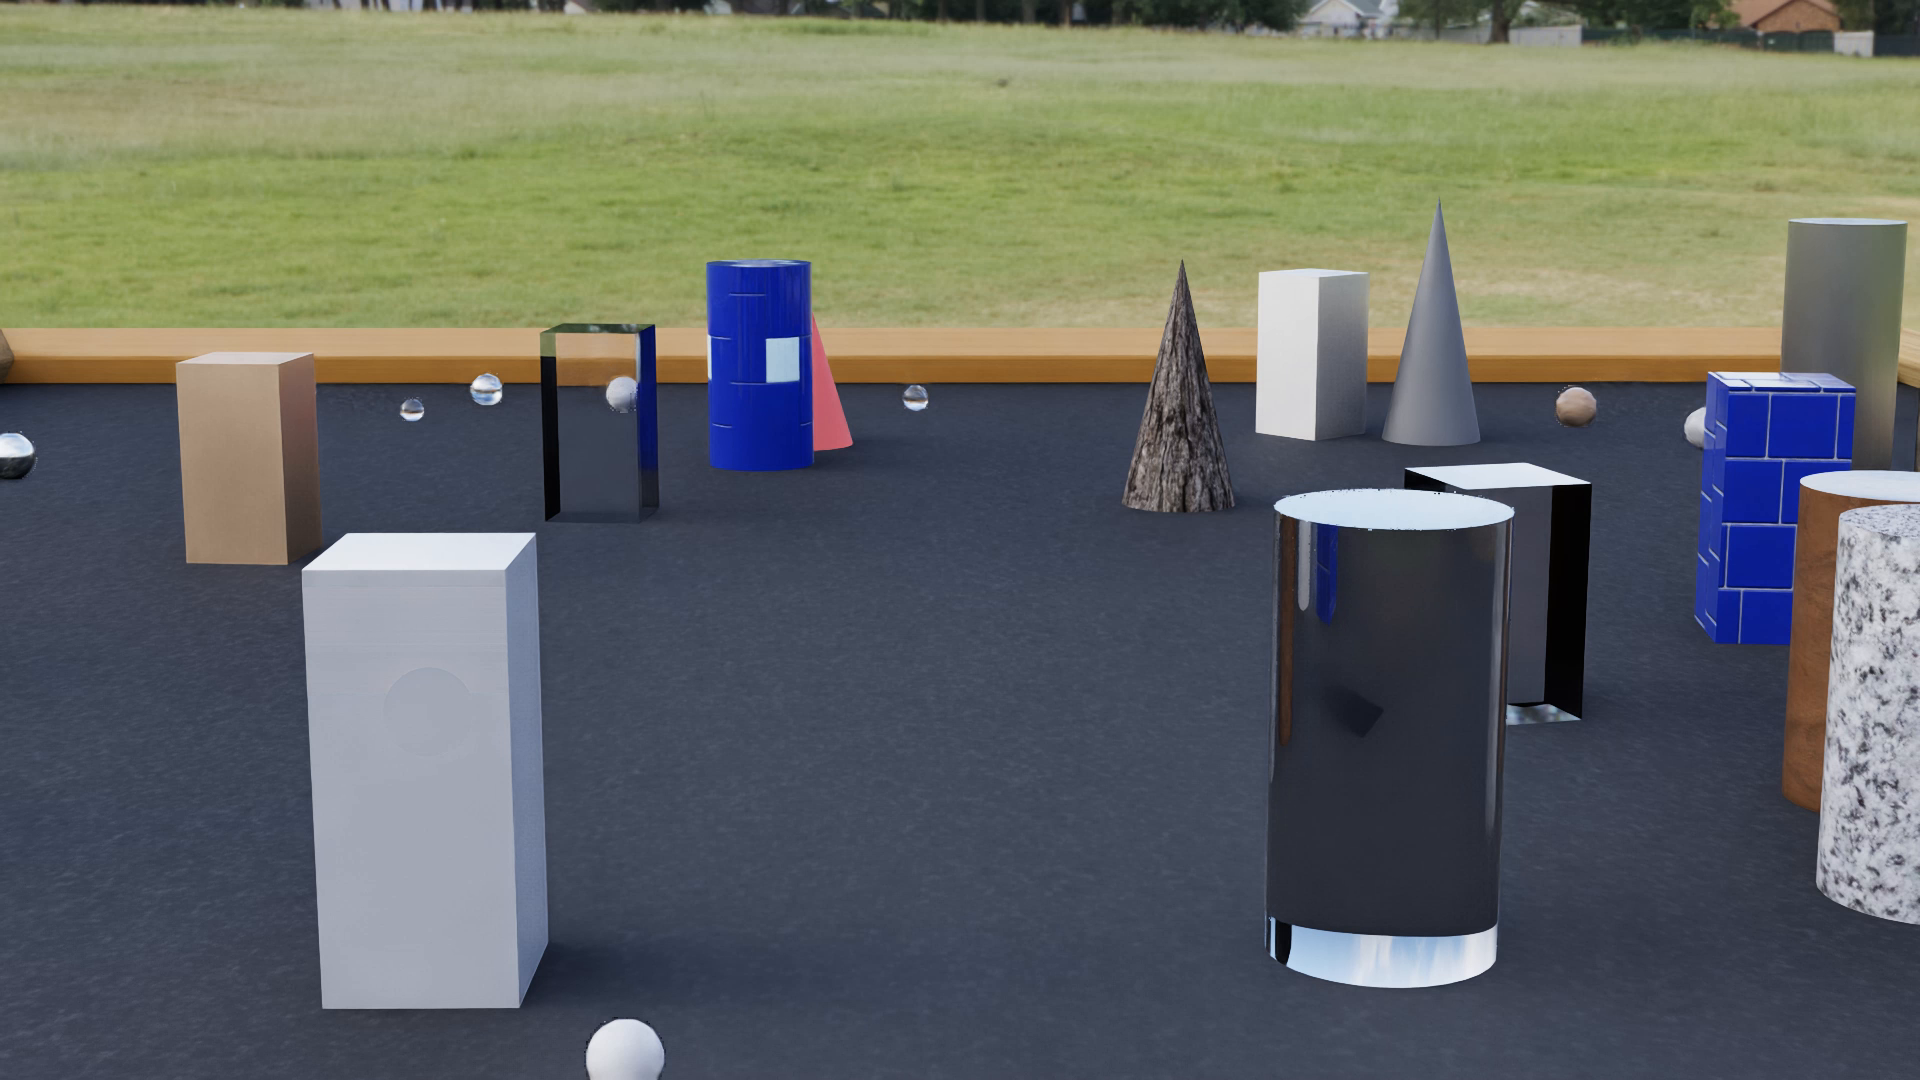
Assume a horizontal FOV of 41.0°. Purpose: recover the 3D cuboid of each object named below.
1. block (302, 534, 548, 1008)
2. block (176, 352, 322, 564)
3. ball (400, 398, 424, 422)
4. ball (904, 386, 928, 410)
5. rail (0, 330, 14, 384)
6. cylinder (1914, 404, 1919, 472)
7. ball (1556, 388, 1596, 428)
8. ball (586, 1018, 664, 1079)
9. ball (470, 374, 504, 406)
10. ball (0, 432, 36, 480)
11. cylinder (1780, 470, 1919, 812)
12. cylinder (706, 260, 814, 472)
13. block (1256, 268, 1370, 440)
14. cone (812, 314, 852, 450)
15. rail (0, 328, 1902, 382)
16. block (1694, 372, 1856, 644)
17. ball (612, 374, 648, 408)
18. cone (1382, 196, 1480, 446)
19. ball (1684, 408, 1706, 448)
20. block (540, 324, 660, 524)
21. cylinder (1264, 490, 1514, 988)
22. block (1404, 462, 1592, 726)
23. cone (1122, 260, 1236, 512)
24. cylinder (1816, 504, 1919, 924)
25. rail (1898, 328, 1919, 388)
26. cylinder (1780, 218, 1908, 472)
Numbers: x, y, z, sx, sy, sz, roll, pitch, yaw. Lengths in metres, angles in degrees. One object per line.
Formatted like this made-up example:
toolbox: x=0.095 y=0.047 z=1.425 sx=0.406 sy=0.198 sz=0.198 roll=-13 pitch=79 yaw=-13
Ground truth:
block: x=-0.421 y=0.180 z=2.046 sx=0.153 sy=0.349 sz=0.153 roll=0 pitch=11 yaw=-1
block: x=-1.057 y=-0.124 z=3.826 sx=0.153 sy=0.296 sz=0.153 roll=1 pitch=11 yaw=5
ball: x=-1.126 y=-0.267 z=5.274 sx=0.047 sy=0.047 sz=0.047 roll=0 pitch=11 yaw=0
ball: x=-0.093 y=-0.300 z=5.434 sx=0.054 sy=0.054 sz=0.054 roll=0 pitch=11 yaw=0
rail: x=-2.166 y=0.034 z=3.437 sx=0.045 sy=0.125 sz=5.012 roll=0 pitch=11 yaw=0
cylinder: x=1.575 y=-0.237 z=3.935 sx=0.192 sy=0.479 sz=0.192 roll=0 pitch=11 yaw=0
ball: x=1.245 y=-0.267 z=5.184 sx=0.081 sy=0.081 sz=0.081 roll=0 pitch=11 yaw=0
ball: x=-0.239 y=0.369 z=1.830 sx=0.056 sy=0.056 sz=0.056 roll=0 pitch=11 yaw=0
ball: x=-1.016 y=-0.322 z=5.512 sx=0.069 sy=0.069 sz=0.069 roll=0 pitch=11 yaw=0
ball: x=-1.677 y=-0.148 z=4.534 sx=0.083 sy=0.083 sz=0.083 roll=0 pitch=11 yaw=0
cylinder: x=0.925 y=0.103 z=2.547 sx=0.192 sy=0.317 sz=0.192 roll=0 pitch=11 yaw=0
cylinder: x=-0.366 y=-0.323 z=4.696 sx=0.192 sy=0.368 sz=0.192 roll=0 pitch=11 yaw=0
block: x=0.699 y=-0.370 z=5.087 sx=0.153 sy=0.319 sz=0.153 roll=-9 pitch=14 yaw=-41
cone: x=-0.303 y=-0.345 z=4.943 sx=0.192 sy=0.322 sz=0.192 roll=0 pitch=11 yaw=0
rail: x=-0.014 y=-0.422 z=5.890 sx=4.380 sy=0.125 sz=0.045 roll=0 pitch=11 yaw=0
block: x=1.045 y=-0.043 z=3.299 sx=0.153 sy=0.329 sz=0.153 roll=1 pitch=11 yaw=6
ball: x=-0.704 y=-0.318 z=5.473 sx=0.074 sy=0.074 sz=0.074 roll=0 pitch=11 yaw=0
cone: x=0.925 y=-0.432 z=4.995 sx=0.192 sy=0.474 sz=0.192 roll=0 pitch=11 yaw=0
ball: x=1.425 y=-0.214 z=4.903 sx=0.078 sy=0.078 sz=0.078 roll=0 pitch=11 yaw=0
block: x=-0.583 y=-0.191 z=4.161 sx=0.153 sy=0.305 sz=0.153 roll=1 pitch=11 yaw=5
cylinder: x=0.350 y=0.157 z=2.107 sx=0.192 sy=0.371 sz=0.192 roll=0 pitch=11 yaw=0
block: x=0.604 y=0.060 z=2.910 sx=0.153 sy=0.269 sz=0.153 roll=-3 pitch=11 yaw=-15
cone: x=0.367 y=-0.265 z=4.268 sx=0.192 sy=0.411 sz=0.192 roll=0 pitch=11 yaw=0
cylinder: x=0.862 y=0.149 z=2.251 sx=0.192 sy=0.334 sz=0.192 roll=0 pitch=11 yaw=0
rail: x=2.166 y=0.030 z=3.461 sx=0.045 sy=0.125 sz=5.012 roll=0 pitch=11 yaw=0
cylinder: x=1.503 y=-0.313 z=4.386 sx=0.192 sy=0.462 sz=0.192 roll=0 pitch=11 yaw=0
